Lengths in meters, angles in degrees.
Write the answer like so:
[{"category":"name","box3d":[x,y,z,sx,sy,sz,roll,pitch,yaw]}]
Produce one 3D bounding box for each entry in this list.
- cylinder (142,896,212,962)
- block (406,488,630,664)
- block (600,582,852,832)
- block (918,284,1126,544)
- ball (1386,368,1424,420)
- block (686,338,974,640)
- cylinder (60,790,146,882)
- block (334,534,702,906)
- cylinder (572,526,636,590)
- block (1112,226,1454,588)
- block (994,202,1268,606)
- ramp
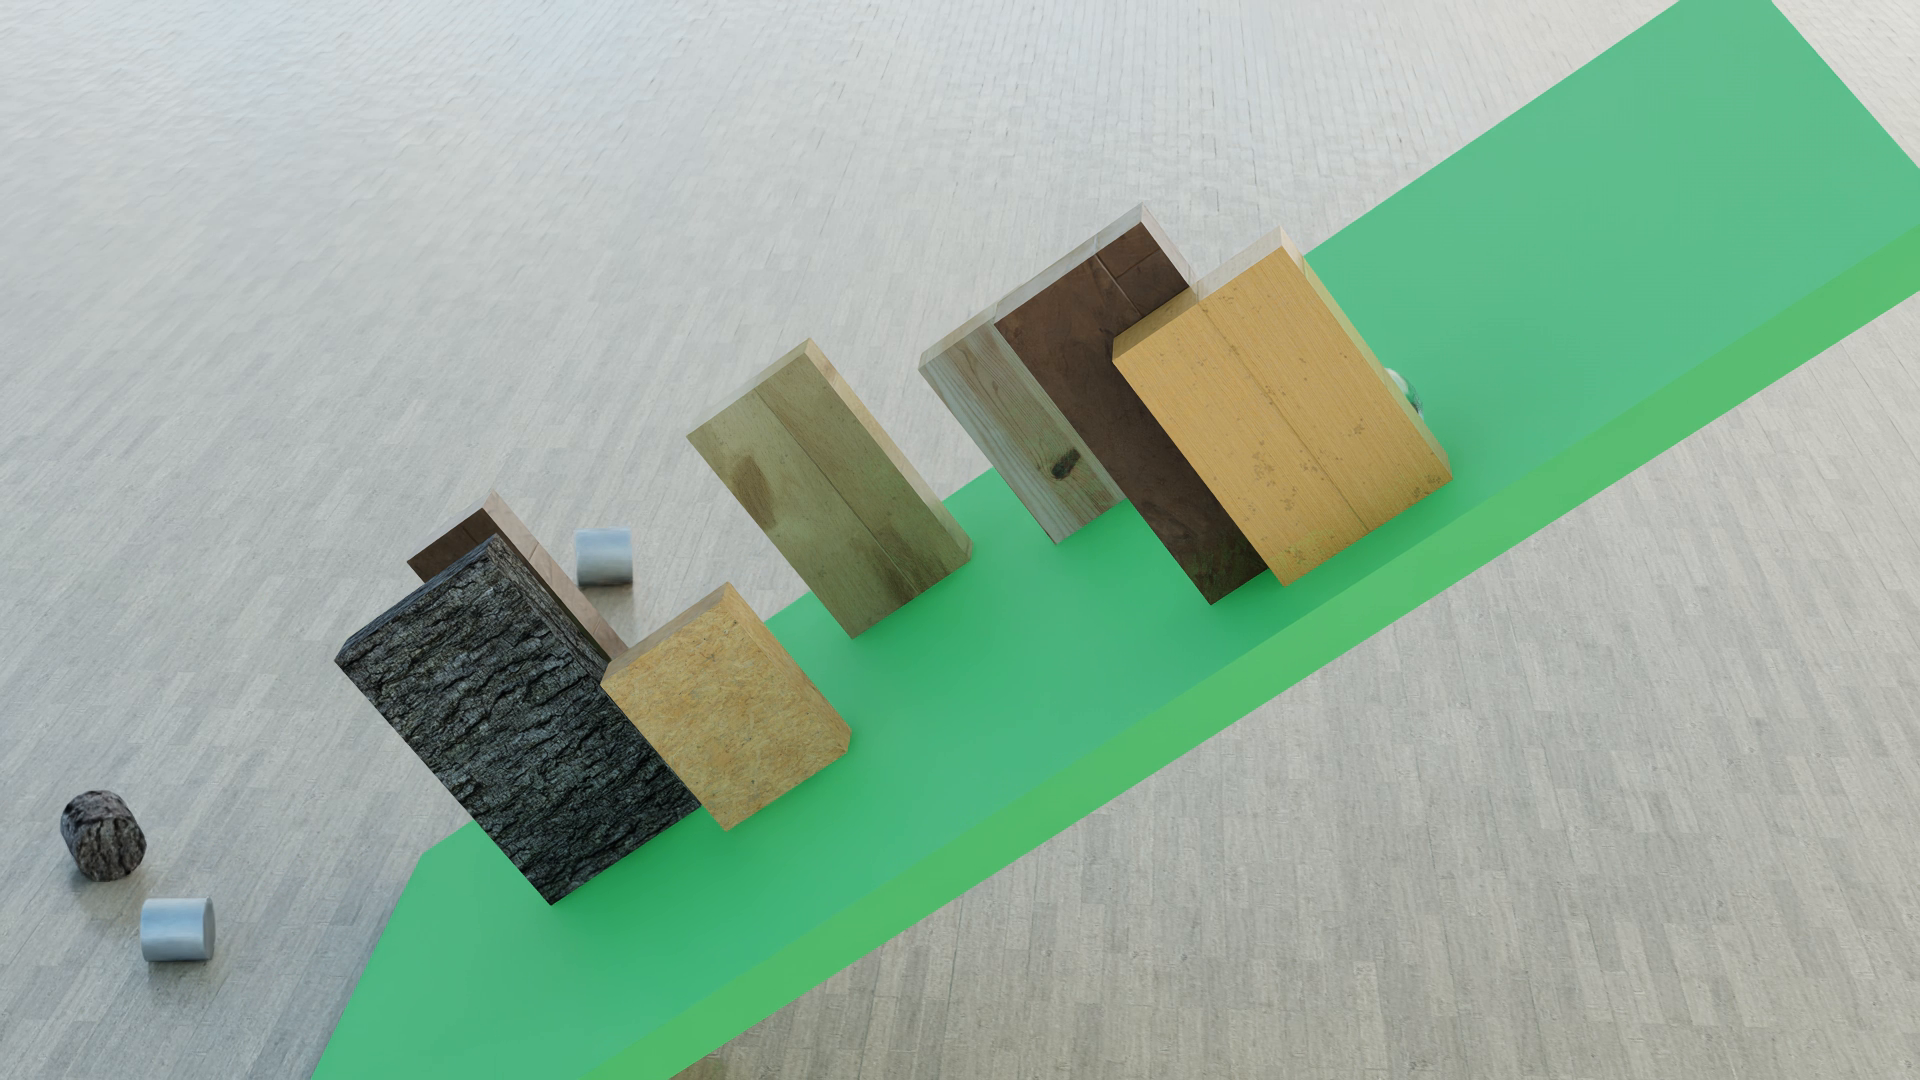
[{"category":"cylinder","box3d":[-1.975,0.982,7.430,0.155,0.155,0.155,4,22,-10]},{"category":"block","box3d":[-1.059,0.223,7.392,0.251,0.690,0.126,-34,16,16]},{"category":"block","box3d":[-0.494,0.355,6.237,0.329,0.426,0.109,-34,16,16]},{"category":"block","box3d":[0.171,-0.271,6.374,0.272,0.498,0.111,-34,16,16]},{"category":"ball","box3d":[0.760,-0.224,5.468,0.203,0.203,0.203,0,22,0]},{"category":"block","box3d":[-0.295,-0.114,6.758,0.345,0.619,0.109,-34,16,16]},{"category":"cylinder","box3d":[-2.291,0.789,7.860,0.185,0.185,0.185,-11,25,-25]},{"category":"block","box3d":[-0.974,0.407,6.568,0.442,0.749,0.119,-34,16,16]},{"category":"cylinder","box3d":[-1.168,0.056,9.644,0.179,0.179,0.179,-11,24,-10]},{"category":"block","box3d":[0.579,-0.237,5.288,0.364,0.535,0.128,-34,16,16]},{"category":"block","box3d":[0.401,-0.247,5.442,0.330,0.682,0.130,-34,16,16]},{"category":"ramp","box3d":[0.130,0.178,6.319,4.000,0.100,2.000,-34,16,16]}]
